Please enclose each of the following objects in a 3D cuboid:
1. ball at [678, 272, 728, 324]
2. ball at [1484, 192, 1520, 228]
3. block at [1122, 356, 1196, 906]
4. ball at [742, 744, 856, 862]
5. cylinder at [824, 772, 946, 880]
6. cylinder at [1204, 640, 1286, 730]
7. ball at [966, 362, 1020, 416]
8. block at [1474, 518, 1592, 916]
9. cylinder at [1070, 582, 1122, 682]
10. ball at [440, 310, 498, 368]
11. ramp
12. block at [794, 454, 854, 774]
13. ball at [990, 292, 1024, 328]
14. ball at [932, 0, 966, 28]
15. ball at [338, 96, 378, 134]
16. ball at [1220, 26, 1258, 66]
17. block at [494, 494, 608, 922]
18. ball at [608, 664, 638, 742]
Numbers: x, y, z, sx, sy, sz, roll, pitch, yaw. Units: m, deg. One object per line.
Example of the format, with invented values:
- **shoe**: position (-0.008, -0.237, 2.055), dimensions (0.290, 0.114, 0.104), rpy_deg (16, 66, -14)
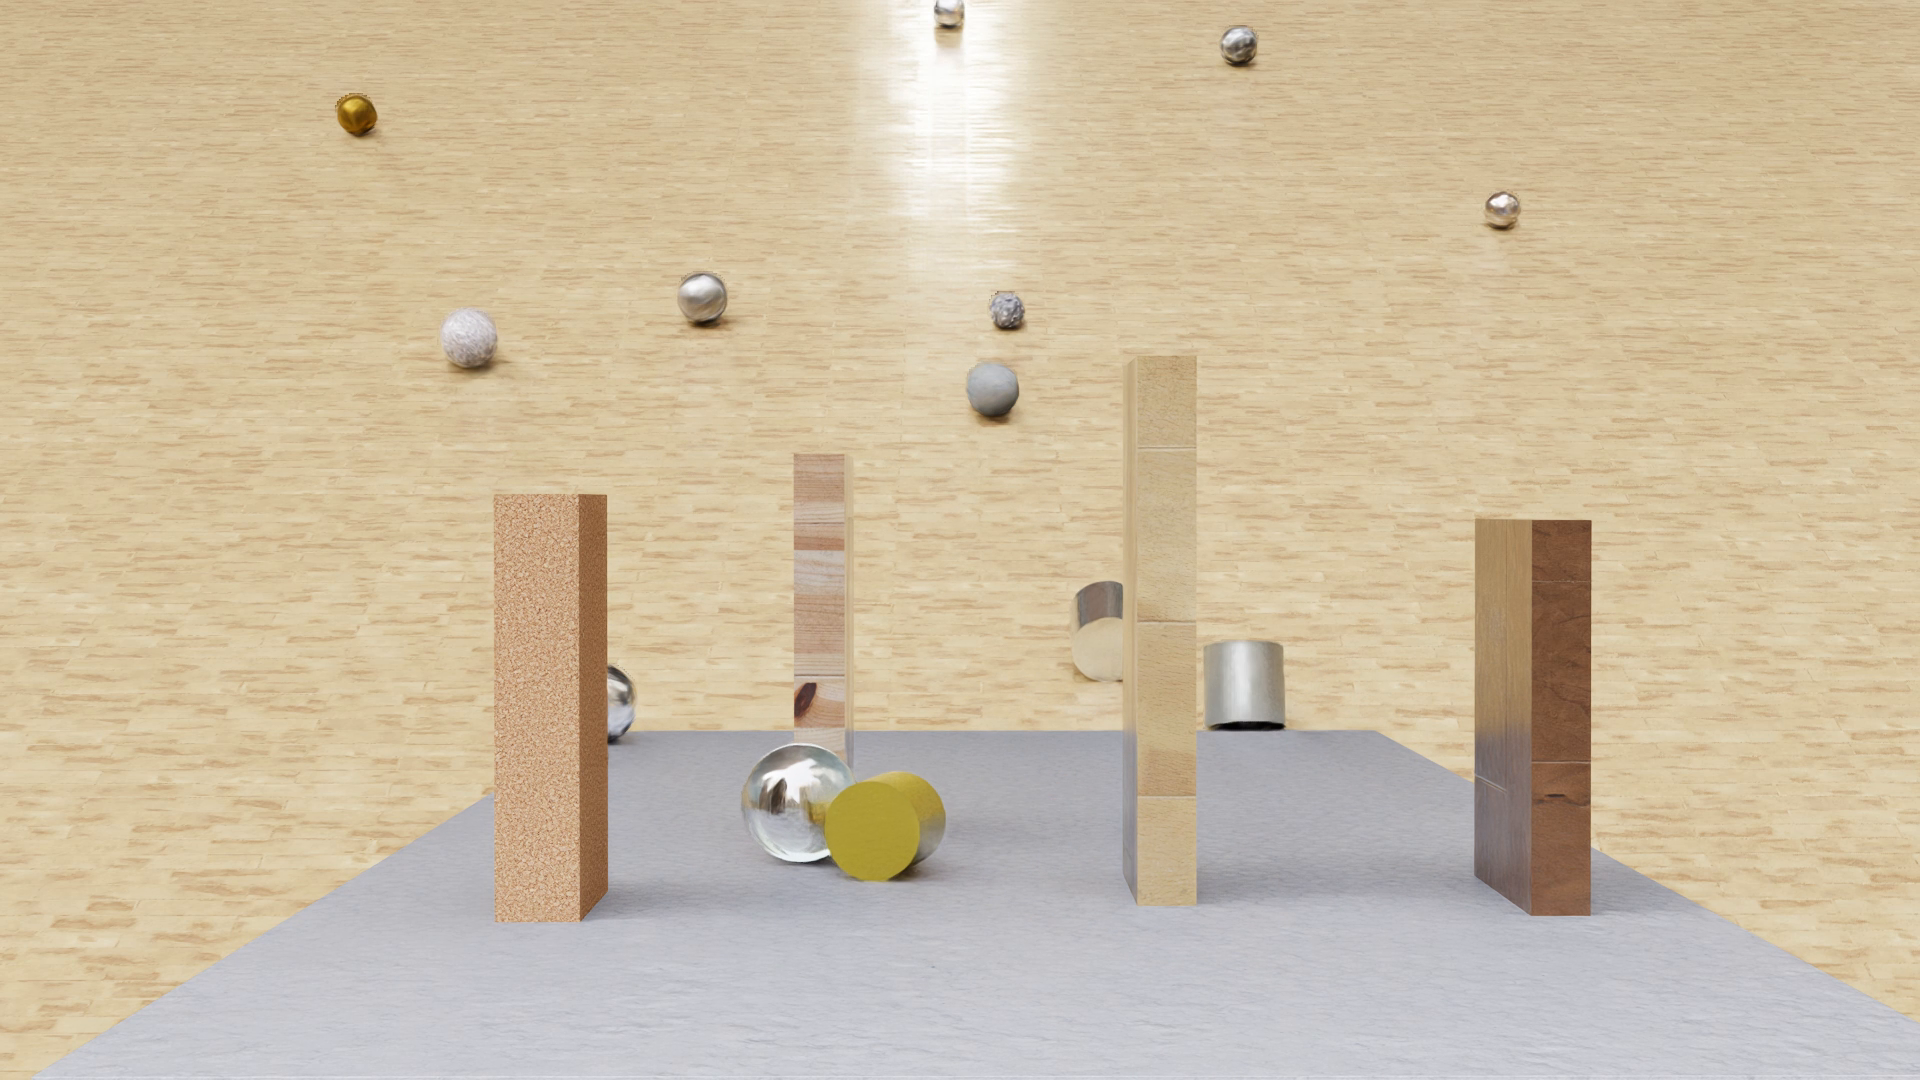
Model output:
- **ball**: position (-0.911, -0.858, 9.153), dimensions (0.180, 0.180, 0.180), rpy_deg (0, 28, 0)
- **ball**: position (2.097, -1.277, 9.991), dimensions (0.140, 0.140, 0.140), rpy_deg (0, 28, 0)
- **block**: position (0.297, 0.129, 3.867), dimensions (0.085, 0.789, 0.328), rpy_deg (0, 1, 0)
- **ball**: position (-0.257, 0.424, 4.163), dimensions (0.191, 0.191, 0.191), rpy_deg (0, 28, 0)
- **cylinder**: position (-0.116, 0.445, 4.029), dimensions (0.153, 0.153, 0.153), rpy_deg (8, 3, 14)
- **cylinder**: position (0.735, 0.382, 6.678), dimensions (0.207, 0.207, 0.207), rpy_deg (0, -13, 0)
- **ball**: position (0.107, -0.493, 8.466), dimensions (0.175, 0.175, 0.175), rpy_deg (0, 28, 0)
- **block**: position (0.840, 0.246, 3.810), dimensions (0.084, 0.554, 0.397), rpy_deg (0, 1, 0)
- **cylinder**: position (0.401, 0.248, 7.030), dimensions (0.202, 0.202, 0.202), rpy_deg (0, 28, 0)
- **ball**: position (-1.673, -0.687, 8.809), dimensions (0.197, 0.197, 0.197), rpy_deg (0, 28, 0)
- **ramp**: position (0.063, 0.563, 4.603), dimensions (2.000, 0.100, 4.000), rpy_deg (0, 1, 0)
- **block**: position (-0.232, 0.185, 4.444), dimensions (0.084, 0.660, 0.377), rpy_deg (0, 1, 0)
- **ball**: position (0.166, -0.811, 9.124), dimensions (0.124, 0.124, 0.124), rpy_deg (0, 28, 0)
- **ball**: position (-0.050, -2.524, 12.340), dimensions (0.159, 0.159, 0.159), rpy_deg (0, 28, 0)
- **ball**: position (-2.559, -1.803, 10.965), dimensions (0.164, 0.164, 0.164), rpy_deg (0, 28, 0)
- **ball**: position (1.275, -2.263, 11.825), dimensions (0.176, 0.176, 0.176), rpy_deg (0, 28, 0)
- **block**: position (-0.584, 0.230, 3.706), dimensions (0.117, 0.591, 0.289), rpy_deg (0, 1, 0)
- **ball**: position (-0.877, 0.396, 6.267), dimensions (0.192, 0.192, 0.192), rpy_deg (0, 28, 0)
